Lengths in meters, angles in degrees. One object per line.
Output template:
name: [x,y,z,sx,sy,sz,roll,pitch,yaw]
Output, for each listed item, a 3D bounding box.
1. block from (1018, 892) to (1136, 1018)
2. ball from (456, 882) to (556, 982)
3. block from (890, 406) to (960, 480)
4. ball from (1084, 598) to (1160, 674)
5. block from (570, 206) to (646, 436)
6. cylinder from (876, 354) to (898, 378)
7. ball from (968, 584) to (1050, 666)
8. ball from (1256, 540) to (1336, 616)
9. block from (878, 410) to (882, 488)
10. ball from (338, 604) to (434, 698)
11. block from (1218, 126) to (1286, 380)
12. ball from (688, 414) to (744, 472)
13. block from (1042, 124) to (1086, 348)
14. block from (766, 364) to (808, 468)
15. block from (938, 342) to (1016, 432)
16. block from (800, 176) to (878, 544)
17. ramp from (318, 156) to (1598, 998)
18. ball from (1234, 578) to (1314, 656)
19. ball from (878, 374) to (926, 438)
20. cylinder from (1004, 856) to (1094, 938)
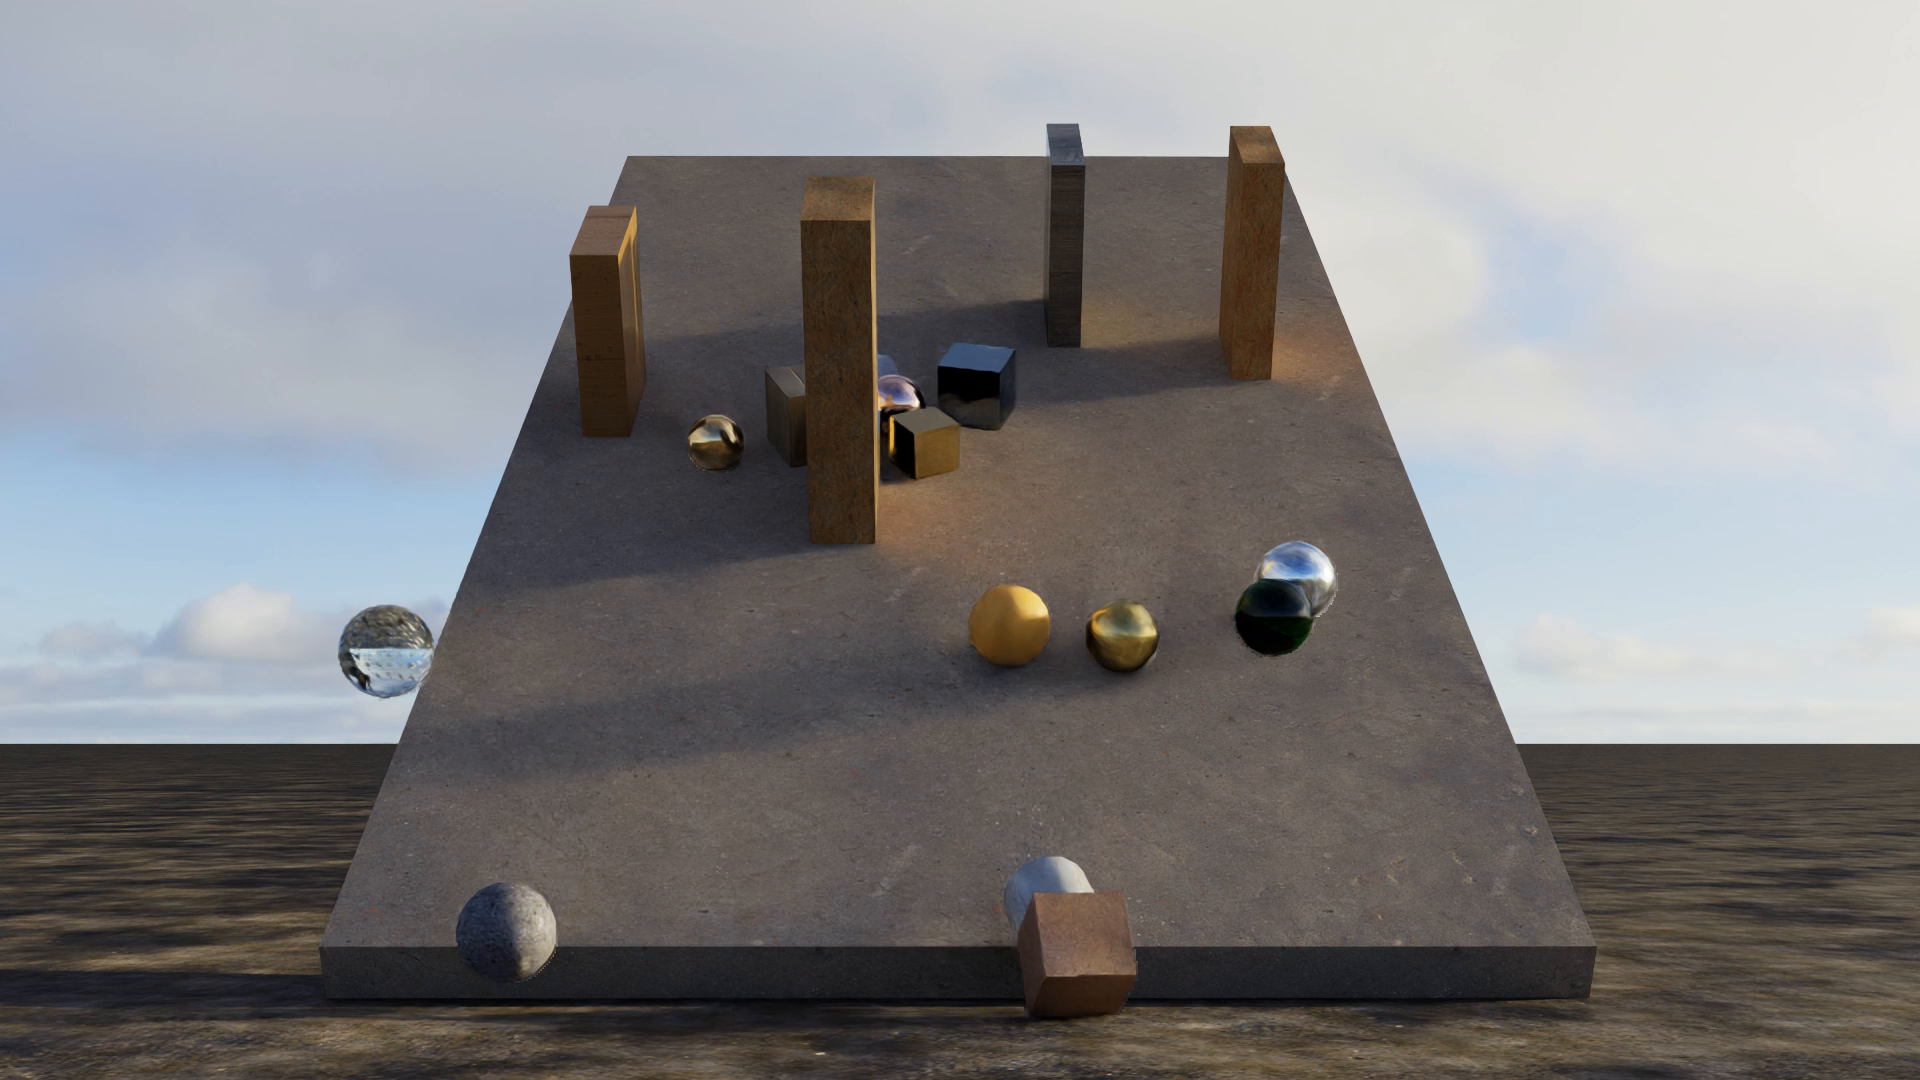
block: [0.170,0.610,3.490,0.134,0.134,0.134,1,-37,-11]
ball: [-0.692,0.598,3.616,0.151,0.151,0.151,0,-5,0]
block: [-0.079,-0.215,5.257,0.113,0.113,0.113,-15,31,-27]
ball: [0.304,0.180,4.453,0.139,0.139,0.139,0,-5,0]
block: [-0.808,-0.507,5.466,0.107,0.439,0.333,0,27,0]
cylinder: [-0.220,-0.367,5.548,0.118,0.118,0.118,-13,1,-24]
ball: [0.093,0.161,4.472,0.155,0.155,0.155,0,-5,0]
ball: [0.656,0.080,4.635,0.156,0.156,0.156,0,-5,0]
block: [-0.239,-0.200,5.208,0.129,0.129,0.129,0,27,0]
ball: [-1.066,0.206,4.404,0.175,0.175,0.175,0,-5,0]
block: [0.703,-0.696,5.734,0.097,0.541,0.292,0,27,0]
ball: [-0.539,-0.215,5.239,0.126,0.126,0.126,0,-5,0]
block: [0.259,-0.766,5.946,0.081,0.471,0.339,0,27,0]
block: [-0.328,-0.286,5.329,0.171,0.171,0.171,-10,29,-19]
block: [0.039,-0.356,5.496,0.147,0.147,0.147,7,28,14]
block: [-0.244,-0.368,4.900,0.137,0.708,0.267,0,27,0]
ramp: [-0.011,-0.227,5.514,2.000,0.100,4.000,0,27,0]
ball: [0.597,0.146,4.511,0.149,0.149,0.149,0,-5,0]
ball: [-0.151,-0.305,5.397,0.145,0.145,0.145,0,-5,0]
cylinder: [0.149,0.581,3.652,0.138,0.138,0.138,1,20,-13]
